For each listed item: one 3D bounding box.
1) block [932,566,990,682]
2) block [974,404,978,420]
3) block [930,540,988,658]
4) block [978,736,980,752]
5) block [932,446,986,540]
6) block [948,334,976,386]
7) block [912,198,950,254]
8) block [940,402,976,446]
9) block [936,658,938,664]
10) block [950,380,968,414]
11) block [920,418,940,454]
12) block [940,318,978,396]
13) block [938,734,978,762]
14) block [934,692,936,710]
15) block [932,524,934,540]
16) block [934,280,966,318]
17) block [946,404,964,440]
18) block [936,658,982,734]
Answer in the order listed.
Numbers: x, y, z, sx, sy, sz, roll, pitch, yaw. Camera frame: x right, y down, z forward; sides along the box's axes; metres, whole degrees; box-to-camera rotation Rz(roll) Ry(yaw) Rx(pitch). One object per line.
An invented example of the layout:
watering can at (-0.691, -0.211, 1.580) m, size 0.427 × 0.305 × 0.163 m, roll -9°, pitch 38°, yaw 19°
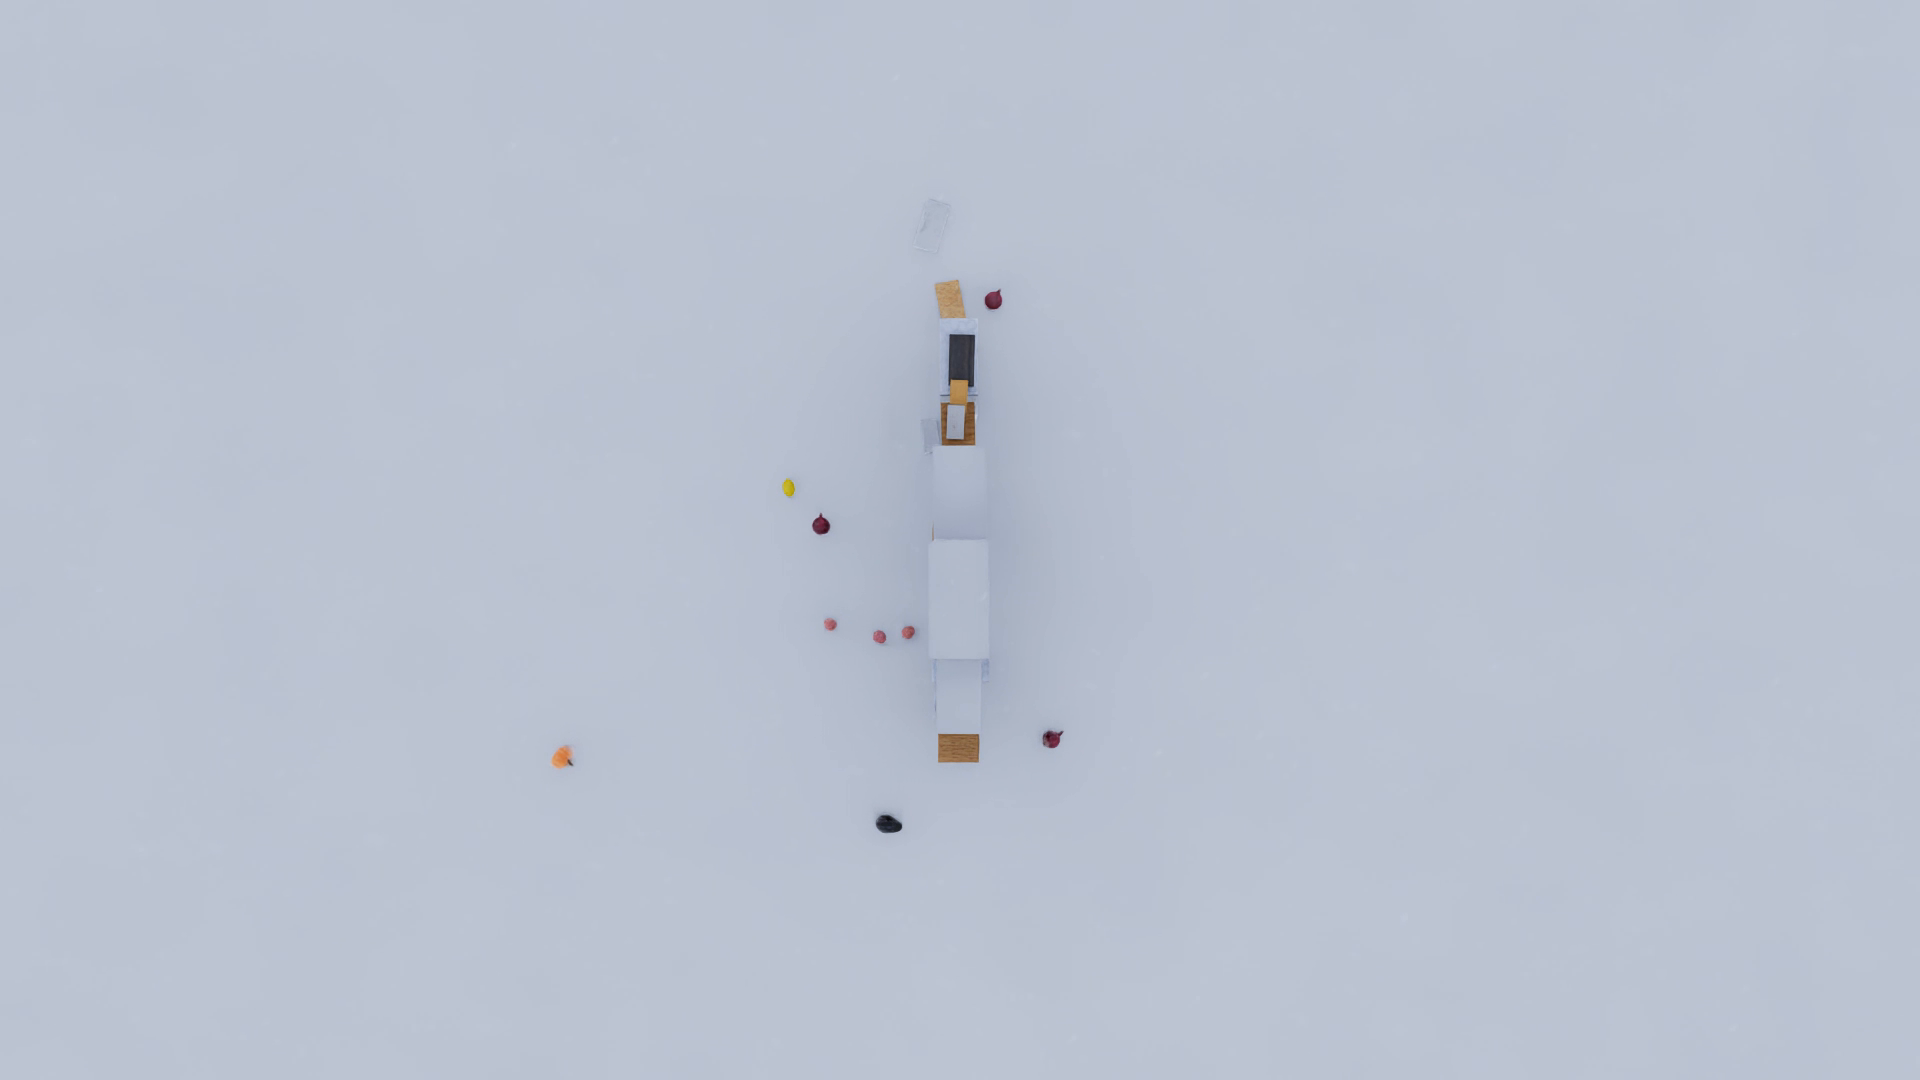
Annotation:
block at (0.002, 0.261, 5.119) m, size 0.178 × 0.050 × 0.356 m, roll 0°, pitch 90°, yaw 0°
block at (0.004, -0.418, 5.392) m, size 0.108 × 0.215 × 0.030 m, roll 0°, pitch 90°, yaw 0°
block at (-0.003, 0.170, 4.733) m, size 0.169 × 0.048 × 0.338 m, roll 0°, pitch 90°, yaw 0°
block at (-0.003, 0.657, 5.371) m, size 0.129 × 0.257 × 0.036 m, roll 2°, pitch 90°, yaw 0°
block at (0.000, -0.123, 4.917) m, size 0.158 × 0.045 × 0.316 m, roll 0°, pitch 91°, yaw 0°
block at (0.005, -0.567, 5.212) m, size 0.081 × 0.023 × 0.161 m, roll 1°, pitch 90°, yaw 0°
block at (-0.095, -1.044, 5.489) m, size 0.081 × 0.023 × 0.161 m, roll 17°, pitch 90°, yaw 0°
block at (-0.005, -0.332, 5.266) m, size 0.108 × 0.030 × 0.215 m, roll -2°, pitch 93°, yaw 0°
block at (-0.004, 0.361, 4.964) m, size 0.129 × 0.258 × 0.037 m, roll 0°, pitch 79°, yaw 0°
block at (-0.004, -0.453, 5.212) m, size 0.054 × 0.015 × 0.109 m, roll 3°, pitch 121°, yaw 0°
block at (-0.099, -0.346, 5.492) m, size 0.054 × 0.015 × 0.109 m, roll -9°, pitch 90°, yaw 0°
block at (-0.004, -0.581, 5.241) m, size 0.121 × 0.034 × 0.242 m, roll 0°, pitch 90°, yaw 0°
block at (-0.005, 0.574, 5.224) m, size 0.129 × 0.036 × 0.257 m, roll 0°, pitch 90°, yaw 0°
block at (-0.010, 0.507, 5.022) m, size 0.129 × 0.370 × 0.037 m, roll -4°, pitch 75°, yaw 0°
block at (-0.004, -0.034, 5.125) m, size 0.158 × 0.365 × 0.045 m, roll 0°, pitch 97°, yaw 0°
block at (-0.030, -0.778, 5.489) m, size 0.081 × 0.023 × 0.161 m, roll -11°, pitch 90°, yaw 0°
block at (-0.014, -0.374, 5.227) m, size 0.054 × 0.015 × 0.109 m, roll 2°, pitch 108°, yaw 0°
block at (-0.003, 0.435, 4.818) m, size 0.129 × 0.037 × 0.258 m, roll 0°, pitch 92°, yaw 0°
